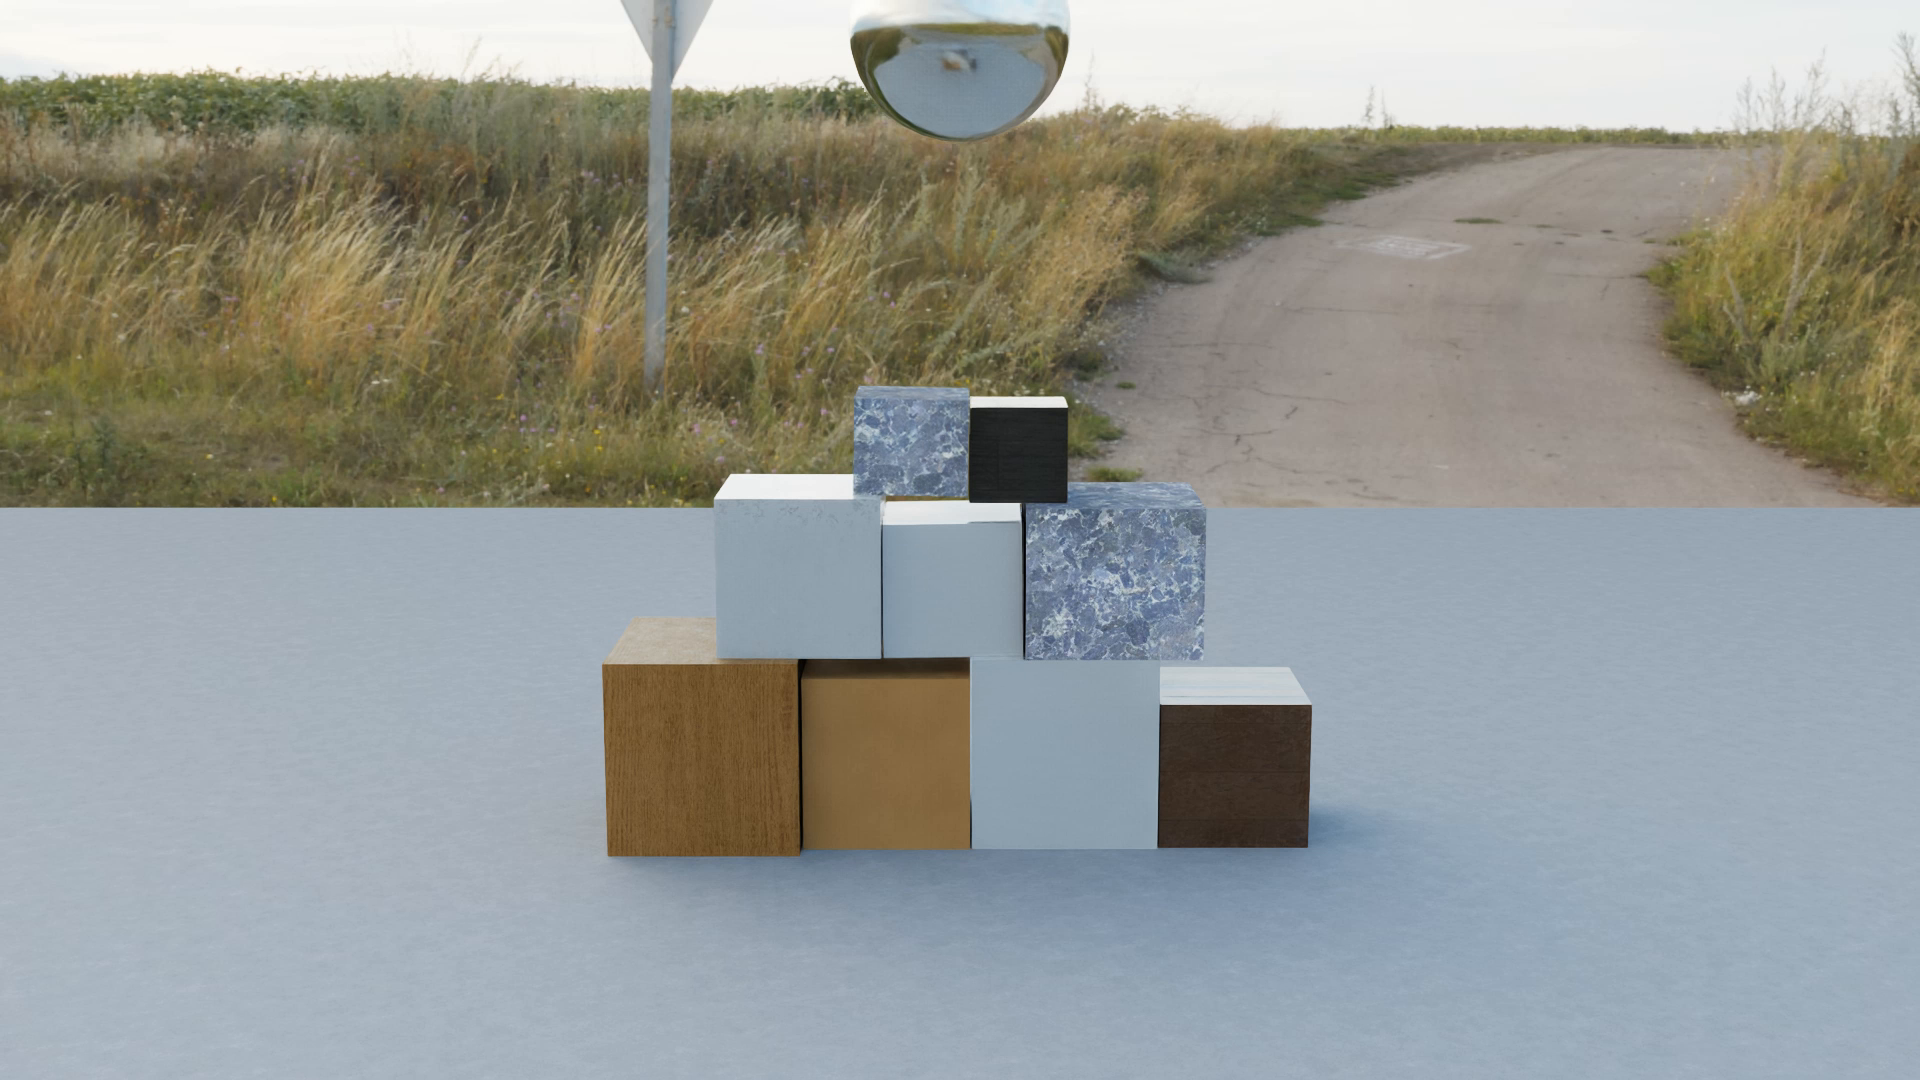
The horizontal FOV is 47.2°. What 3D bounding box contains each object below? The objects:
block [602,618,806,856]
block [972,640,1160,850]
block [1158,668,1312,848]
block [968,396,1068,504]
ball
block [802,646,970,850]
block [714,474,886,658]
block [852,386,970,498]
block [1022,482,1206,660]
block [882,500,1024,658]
[{"bbox_3d":[-1.273,0.993,11.365,0.954,0.981,1.079,0,10,0],"label":"block"},{"bbox_3d":[0.525,0.995,11.373,0.930,0.973,0.864,0,10,0],"label":"block"},{"bbox_3d":[1.375,1.111,11.380,0.750,0.741,0.789,0,10,0],"label":"block"},{"bbox_3d":[0.289,-0.458,11.083,0.487,0.477,0.449,0,10,0],"label":"block"},{"bbox_3d":[0.000,-3.661,15.754,1.600,1.600,1.600,0,10,0],"label":"ball"},{"bbox_3d":[-0.368,1.041,11.384,0.836,0.879,0.884,0,10,0],"label":"block"},{"bbox_3d":[-0.795,0.122,11.184,0.813,0.798,0.801,0,10,0],"label":"block"},{"bbox_3d":[-0.241,-0.503,11.074,0.564,0.478,0.564,1,10,0],"label":"block"},{"bbox_3d":[0.763,0.146,11.213,0.879,0.757,0.855,0,10,0],"label":"block"},{"bbox_3d":[-0.037,0.189,11.216,0.693,0.672,0.706,-1,10,0],"label":"block"}]
